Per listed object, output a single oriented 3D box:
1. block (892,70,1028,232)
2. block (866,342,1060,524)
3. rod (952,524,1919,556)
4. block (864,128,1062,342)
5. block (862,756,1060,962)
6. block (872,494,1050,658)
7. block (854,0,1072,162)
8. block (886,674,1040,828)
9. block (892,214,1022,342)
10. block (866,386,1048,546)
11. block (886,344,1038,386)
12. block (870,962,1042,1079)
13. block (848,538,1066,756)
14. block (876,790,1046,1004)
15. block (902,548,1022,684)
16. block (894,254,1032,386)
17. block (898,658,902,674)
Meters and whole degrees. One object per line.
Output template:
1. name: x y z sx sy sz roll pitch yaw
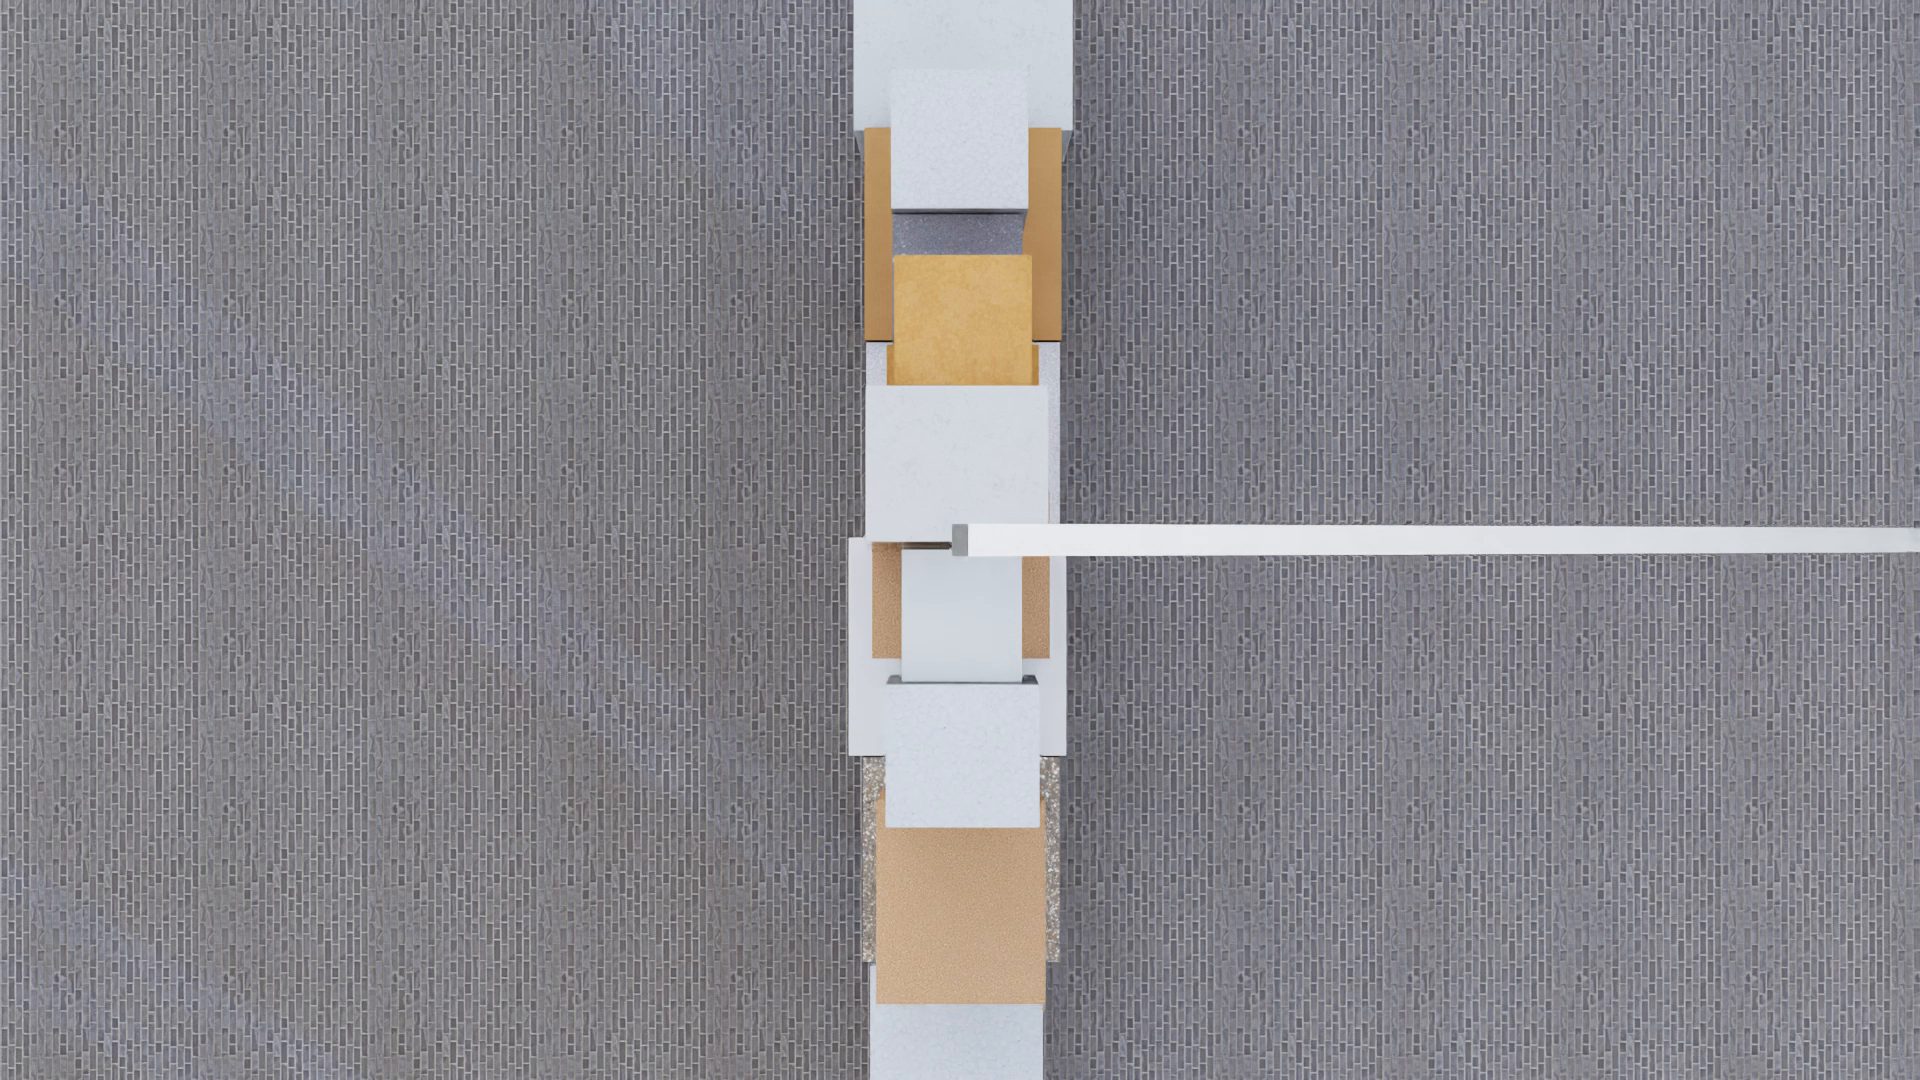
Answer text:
1. block: -0.001 -2.017 11.463 0.690 0.817 0.700 0 90 0
2. block: 0.017 -0.546 12.448 1.047 1.105 1.047 0 90 0
3. rod: 2.234 0.000 6.732 5.200 0.080 0.080 0 90 -31
4. block: 0.017 -1.653 12.436 1.063 1.128 1.147 0 90 0
5. block: 0.006 1.744 12.502 1.073 0.996 1.117 0 90 0
6. block: 0.005 0.179 11.515 0.900 0.765 0.836 0 90 0
7. block: 0.018 -2.834 12.501 1.195 0.998 1.194 0 90 0
8. block: 0.012 1.020 10.759 0.728 0.709 0.675 0 90 0
9. block: -0.013 -1.334 11.531 0.661 0.683 0.647 0 90 0
10. block: -0.014 -0.347 10.734 0.858 0.795 0.734 0 88 0
11. block: 0.014 -0.625 11.574 0.779 0.643 0.749 0 90 0
12. block: -0.019 2.872 12.472 0.937 1.056 1.118 0 90 0
13. block: -0.014 0.582 12.498 1.186 1.004 1.188 0 90 0
14. block: 0.004 1.852 11.529 0.852 0.886 1.025 0 86 0
15. block: 0.008 0.362 10.812 0.573 0.643 0.640 0 90 0
16. block: 0.015 -1.041 10.840 0.658 0.698 0.640 0 90 0
17. block: -0.008 0.963 11.666 0.618 0.660 0.727 0 90 0
